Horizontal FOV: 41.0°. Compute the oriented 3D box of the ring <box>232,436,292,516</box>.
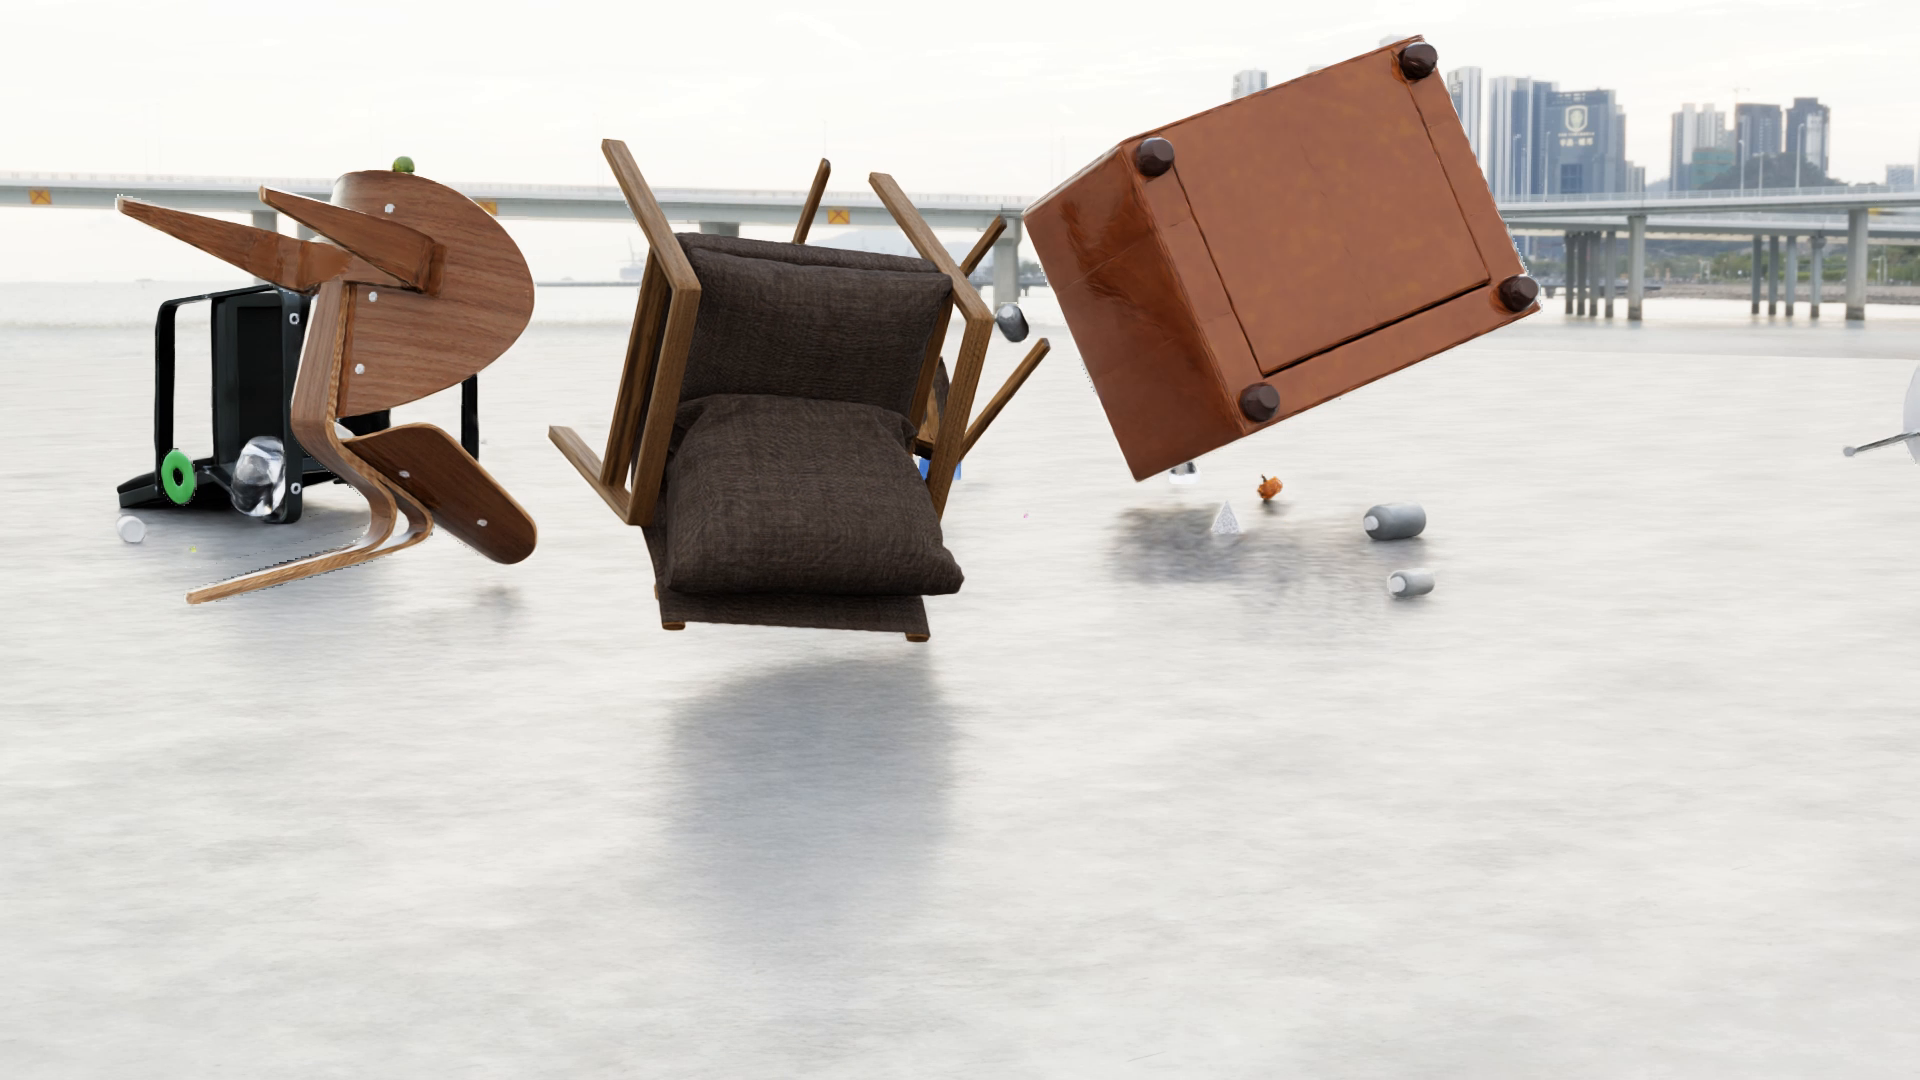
[{"bbox_3d":[-1.849,-0.170,6.796,0.110,0.207,0.269,14,21,-5],"label":"ring"}]

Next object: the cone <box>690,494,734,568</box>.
[{"bbox_3d":[-0.586,-0.010,5.841,0.087,0.177,0.104,-20,-16,38],"label":"cone"}]

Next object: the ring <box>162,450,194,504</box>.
[{"bbox_3d":[-1.944,-0.157,6.380,0.082,0.136,0.023,-1,15,4],"label":"ring"}]

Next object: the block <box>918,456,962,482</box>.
[{"bbox_3d":[-0.064,-0.231,8.296,0.111,0.073,0.083,4,7,32],"label":"block"}]

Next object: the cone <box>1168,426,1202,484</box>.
[{"bbox_3d":[0.702,-0.277,8.112,0.111,0.182,0.094,3,24,27],"label":"cone"}]

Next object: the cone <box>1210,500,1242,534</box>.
[{"bbox_3d":[0.687,-0.062,6.600,0.086,0.086,0.058,-1,6,-10],"label":"cone"}]
